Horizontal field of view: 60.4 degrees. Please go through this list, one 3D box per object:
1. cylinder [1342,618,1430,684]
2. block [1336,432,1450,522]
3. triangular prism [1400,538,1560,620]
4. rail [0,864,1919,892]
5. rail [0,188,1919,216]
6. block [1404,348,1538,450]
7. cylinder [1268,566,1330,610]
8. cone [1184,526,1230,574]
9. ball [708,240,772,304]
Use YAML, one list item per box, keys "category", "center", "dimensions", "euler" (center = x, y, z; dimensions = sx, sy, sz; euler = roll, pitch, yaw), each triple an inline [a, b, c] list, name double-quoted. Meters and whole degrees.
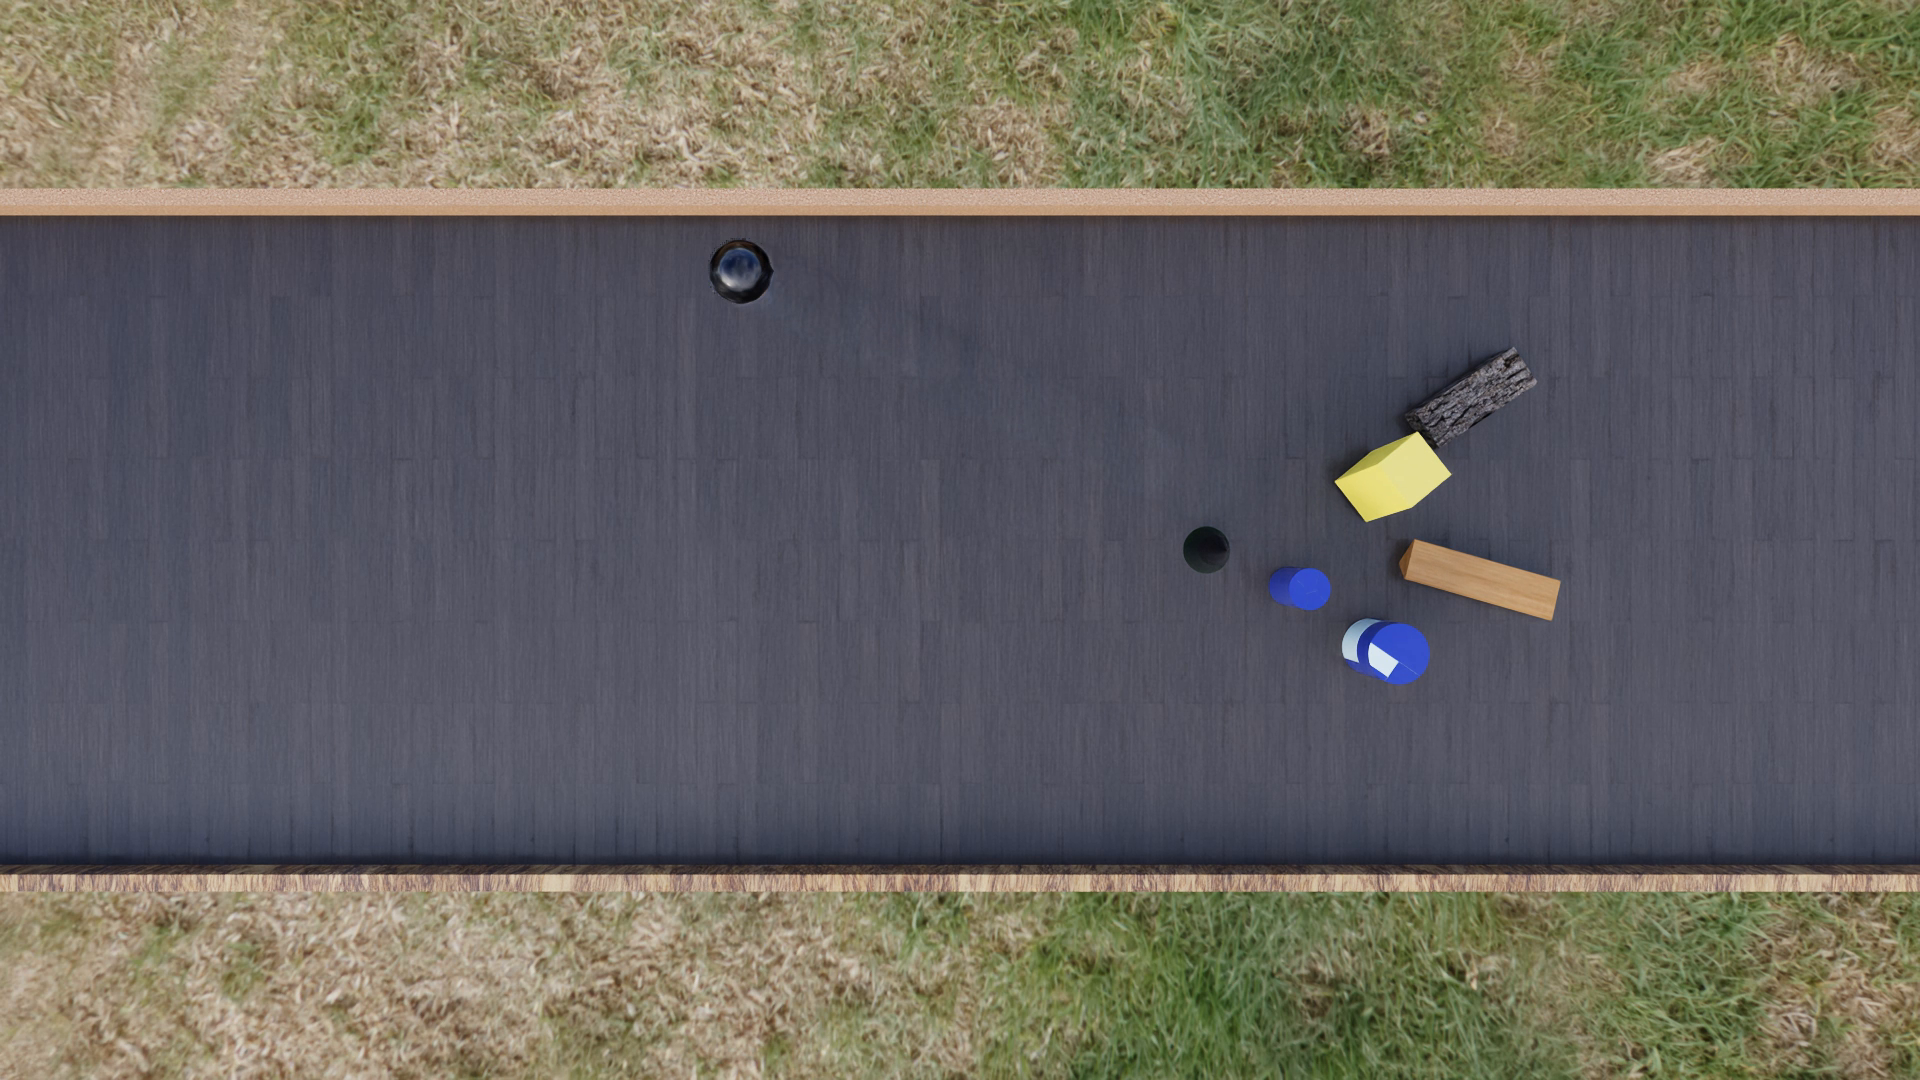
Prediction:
- category: "cylinder"
  center: [1.264, 0.328, 4.912]
  dimensions: [0.177, 0.329, 0.177]
  euler: [0, 90, 0]
- category: "block"
  center: [1.280, -0.184, 4.896]
  dimensions: [0.157, 0.338, 0.157]
  euler: [-38, 90, -10]
- category: "triangular prism"
  center: [1.571, 0.137, 4.995]
  dimensions: [0.458, 0.124, 0.108]
  euler: [16, 52, 0]
- category: "rail"
  center: [-2.247, 1.025, 5.001]
  dimensions: [12.000, 0.150, 0.050]
  euler: [0, 90, 0]
- category: "rail"
  center: [-2.247, -1.025, 5.002]
  dimensions: [12.000, 0.150, 0.050]
  euler: [0, 90, 0]
- category: "block"
  center: [1.550, -0.427, 5.011]
  dimensions: [0.354, 0.131, 0.131]
  euler: [-33, 90, 0]
- category: "cylinder"
  center: [1.011, 0.142, 4.921]
  dimensions: [0.121, 0.312, 0.121]
  euler: [0, 90, 0]
- category: "cone"
  center: [0.759, 0.031, 4.883]
  dimensions: [0.144, 0.387, 0.144]
  euler: [0, 90, 0]
- category: "ball"
  center: [-0.661, -0.810, 4.981]
  dimensions: [0.191, 0.191, 0.191]
  euler: [0, 90, 0]
